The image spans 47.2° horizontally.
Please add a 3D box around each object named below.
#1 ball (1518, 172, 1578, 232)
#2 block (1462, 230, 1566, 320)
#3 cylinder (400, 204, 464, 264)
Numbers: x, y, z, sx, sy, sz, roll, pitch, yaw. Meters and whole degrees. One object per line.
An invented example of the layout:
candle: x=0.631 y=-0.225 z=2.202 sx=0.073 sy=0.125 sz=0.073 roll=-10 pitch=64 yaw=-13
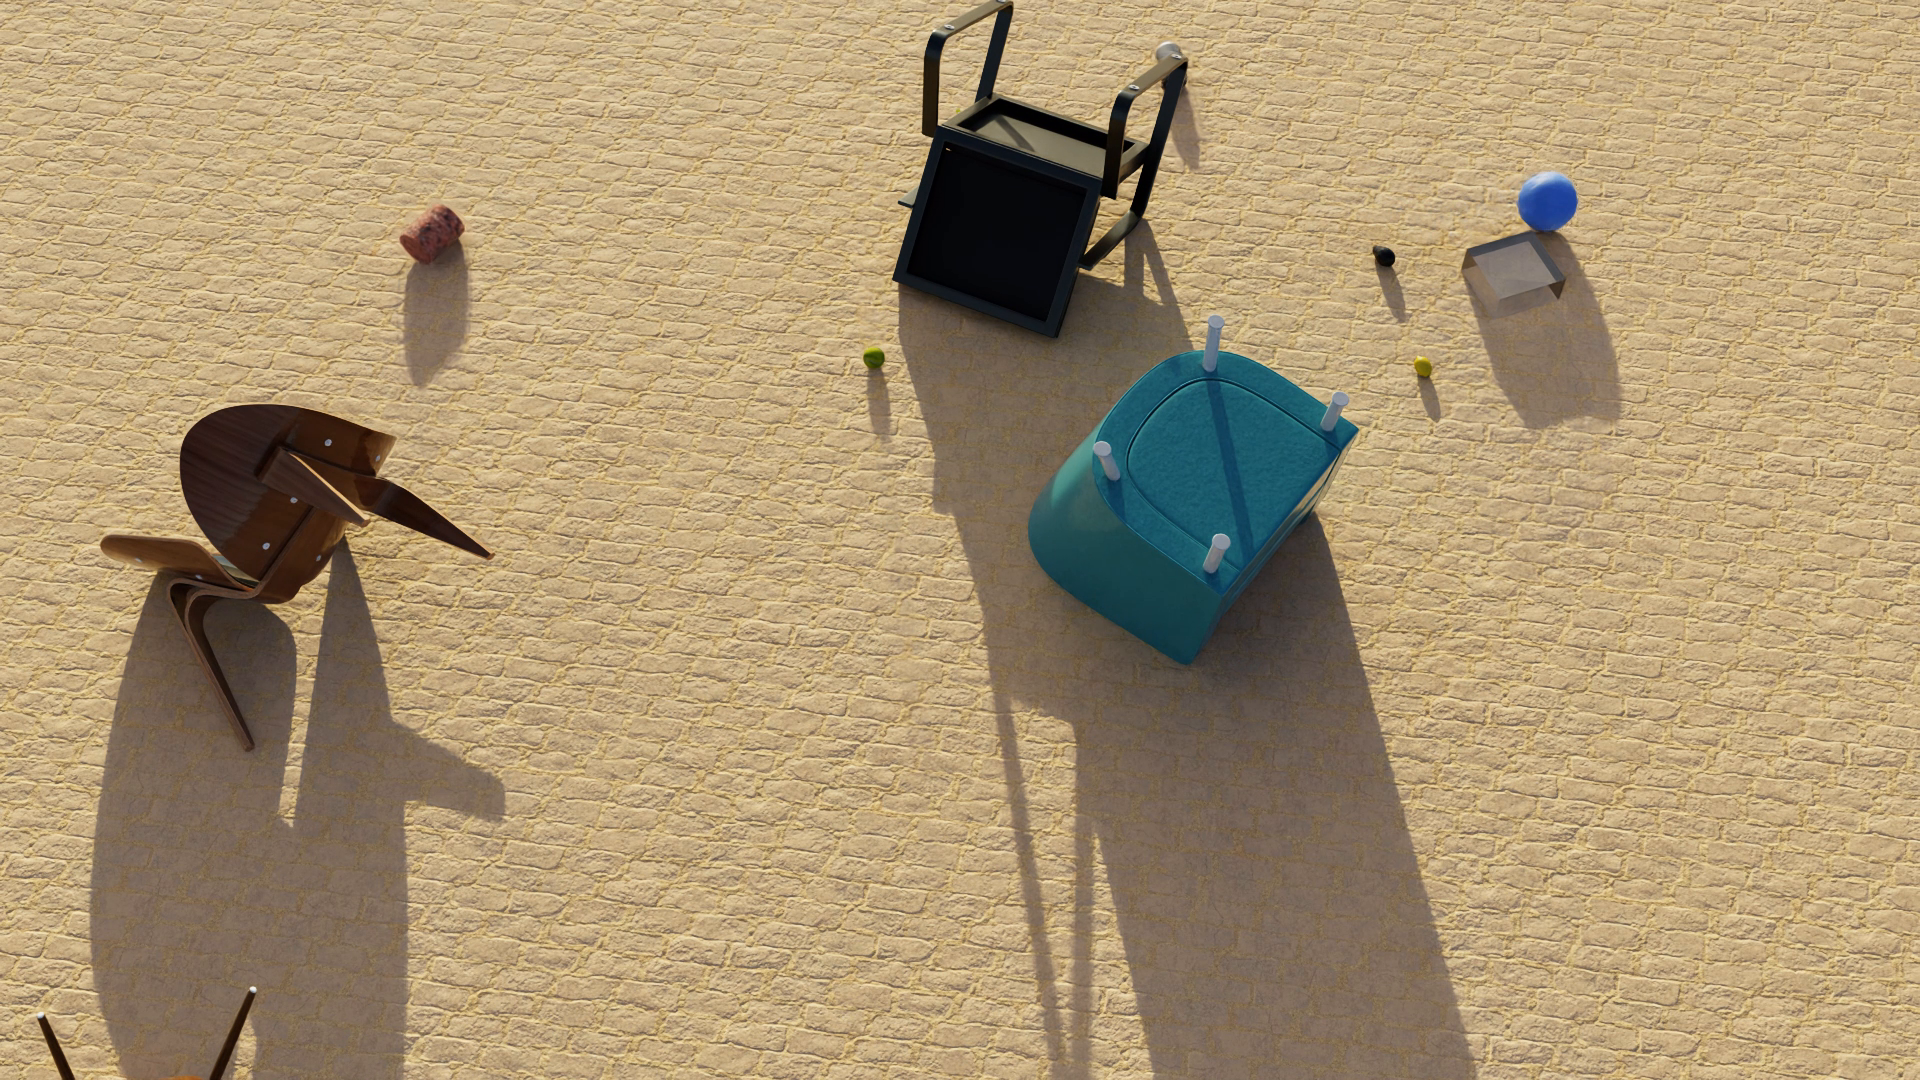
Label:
ball: x=1.924 y=-1.106 z=7.201 sx=0.192 sy=0.192 sz=0.192 roll=0 pitch=56 yaw=0
block: x=1.781 y=-0.855 z=7.084 sx=0.236 sy=0.105 sz=0.224 roll=-17 pitch=58 yaw=-11
cylinder: x=-1.720 y=-0.997 z=7.171 sx=0.131 sy=0.120 sz=0.164 roll=31 pitch=61 yaw=16
